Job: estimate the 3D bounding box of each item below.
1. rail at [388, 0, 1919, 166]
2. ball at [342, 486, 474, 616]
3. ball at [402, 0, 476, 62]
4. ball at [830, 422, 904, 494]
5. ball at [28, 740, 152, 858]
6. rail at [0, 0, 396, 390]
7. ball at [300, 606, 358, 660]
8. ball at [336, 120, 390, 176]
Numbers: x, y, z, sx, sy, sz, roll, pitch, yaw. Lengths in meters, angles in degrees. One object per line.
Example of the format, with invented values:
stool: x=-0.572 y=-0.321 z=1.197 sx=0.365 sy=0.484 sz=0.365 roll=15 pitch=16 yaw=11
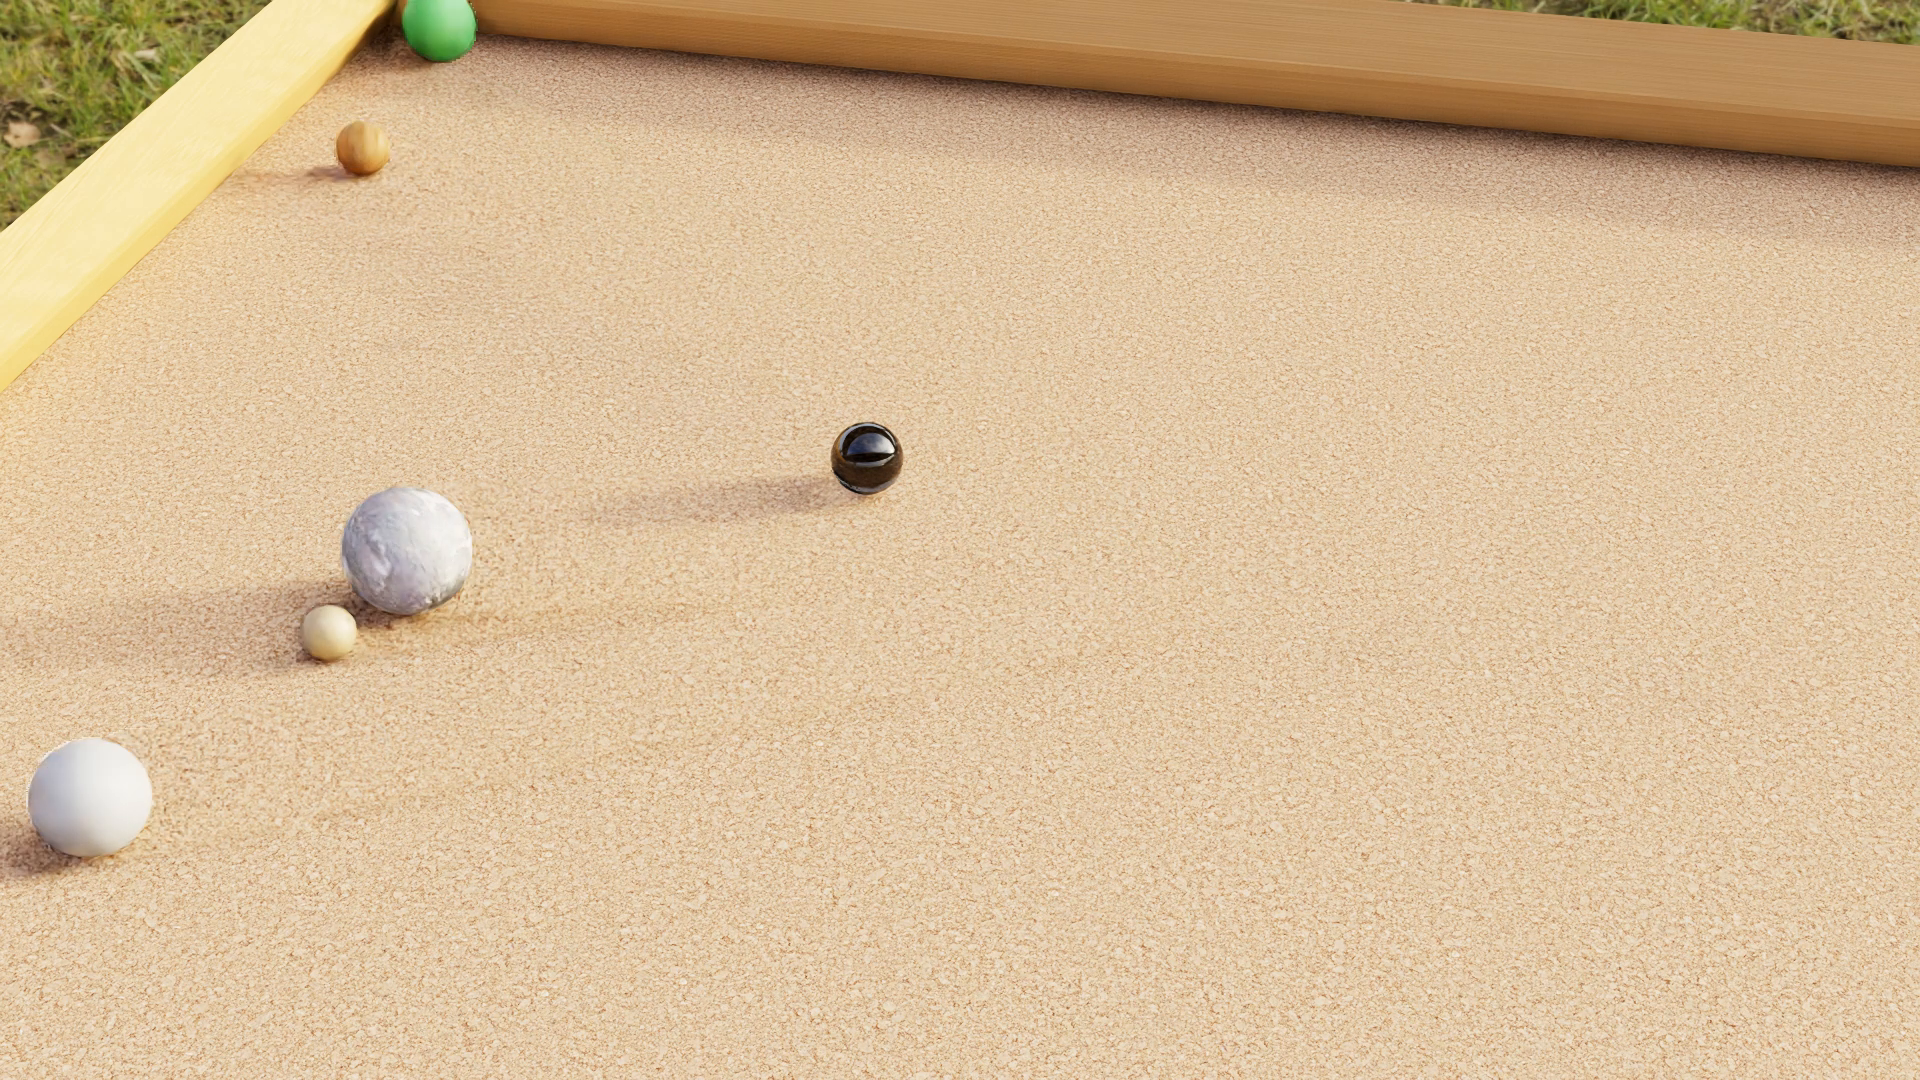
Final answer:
rail: x=1.065 y=-0.412 z=2.552 sx=3.540 sy=0.128 sz=0.045 roll=7 pitch=35 yaw=11
ball: x=-0.421 y=0.008 z=1.957 sx=0.099 sy=0.099 sz=0.099 roll=0 pitch=34 yaw=0
ball: x=-0.575 y=-0.569 z=2.829 sx=0.080 sy=0.080 sz=0.080 roll=0 pitch=34 yaw=0
ball: x=-0.076 y=-0.067 z=2.103 sx=0.060 sy=0.060 sz=0.060 roll=0 pitch=34 yaw=0
ball: x=-0.586 y=0.174 z=1.729 sx=0.079 sy=0.079 sz=0.079 roll=0 pitch=34 yaw=0
rail: x=-0.840 y=-0.134 z=2.139 sx=0.045 sy=0.128 sz=1.867 roll=7 pitch=35 yaw=11
ball: x=-0.472 y=0.069 z=1.918 sx=0.041 sy=0.041 sz=0.041 roll=0 pitch=34 yaw=0
ball: x=-0.604 y=-0.397 z=2.597 sx=0.054 sy=0.054 sz=0.054 roll=0 pitch=34 yaw=0
